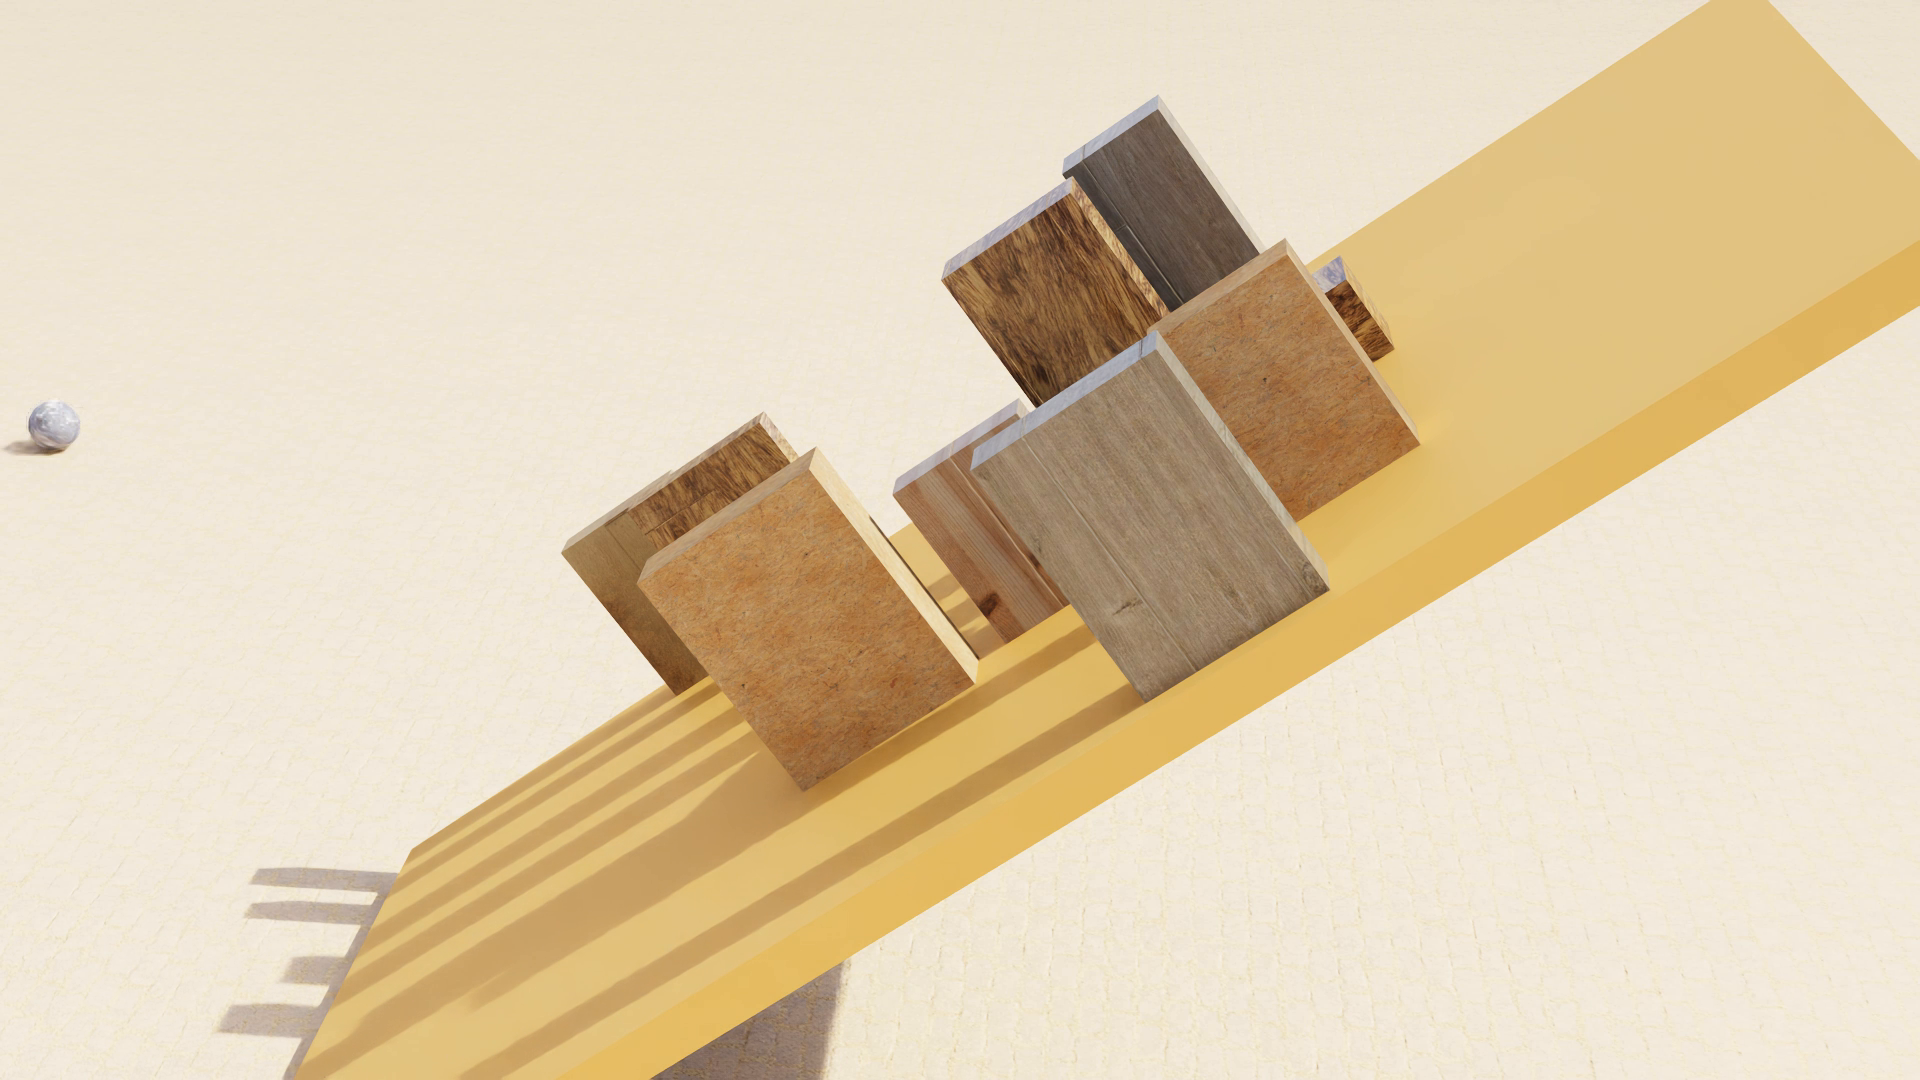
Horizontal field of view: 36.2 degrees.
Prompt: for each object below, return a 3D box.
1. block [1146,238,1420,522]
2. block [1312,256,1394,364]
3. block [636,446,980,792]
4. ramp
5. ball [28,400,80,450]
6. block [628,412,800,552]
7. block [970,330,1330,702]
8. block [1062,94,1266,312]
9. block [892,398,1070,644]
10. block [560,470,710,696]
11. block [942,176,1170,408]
[{"bbox_3d":[0.611,-0.291,5.564,0.314,0.452,0.111,-33,16,15],"label":"block"},{"bbox_3d":[0.777,-0.450,6.168,0.182,0.182,0.182,-33,16,15],"label":"block"},{"bbox_3d":[-0.308,0.167,6.050,0.441,0.567,0.136,-33,16,15],"label":"block"},{"bbox_3d":[0.134,0.175,6.311,4.000,0.100,2.000,-33,16,15],"label":"ramp"},{"bbox_3d":[-3.334,-0.421,10.829,0.185,0.185,0.185,0,22,0],"label":"ball"},{"bbox_3d":[-0.480,0.006,7.022,0.398,0.500,0.083,-33,16,15],"label":"block"},{"bbox_3d":[0.341,-0.037,5.249,0.396,0.545,0.112,-33,16,15],"label":"block"},{"bbox_3d":[0.510,-0.604,6.302,0.245,0.661,0.133,-33,16,15],"label":"block"},{"bbox_3d":[0.108,-0.037,6.036,0.312,0.401,0.095,-33,16,15],"label":"block"},{"bbox_3d":[-0.709,0.108,7.293,0.331,0.468,0.091,-33,16,15],"label":"block"},{"bbox_3d":[0.291,-0.390,6.159,0.326,0.664,0.134,-33,16,15],"label":"block"}]
